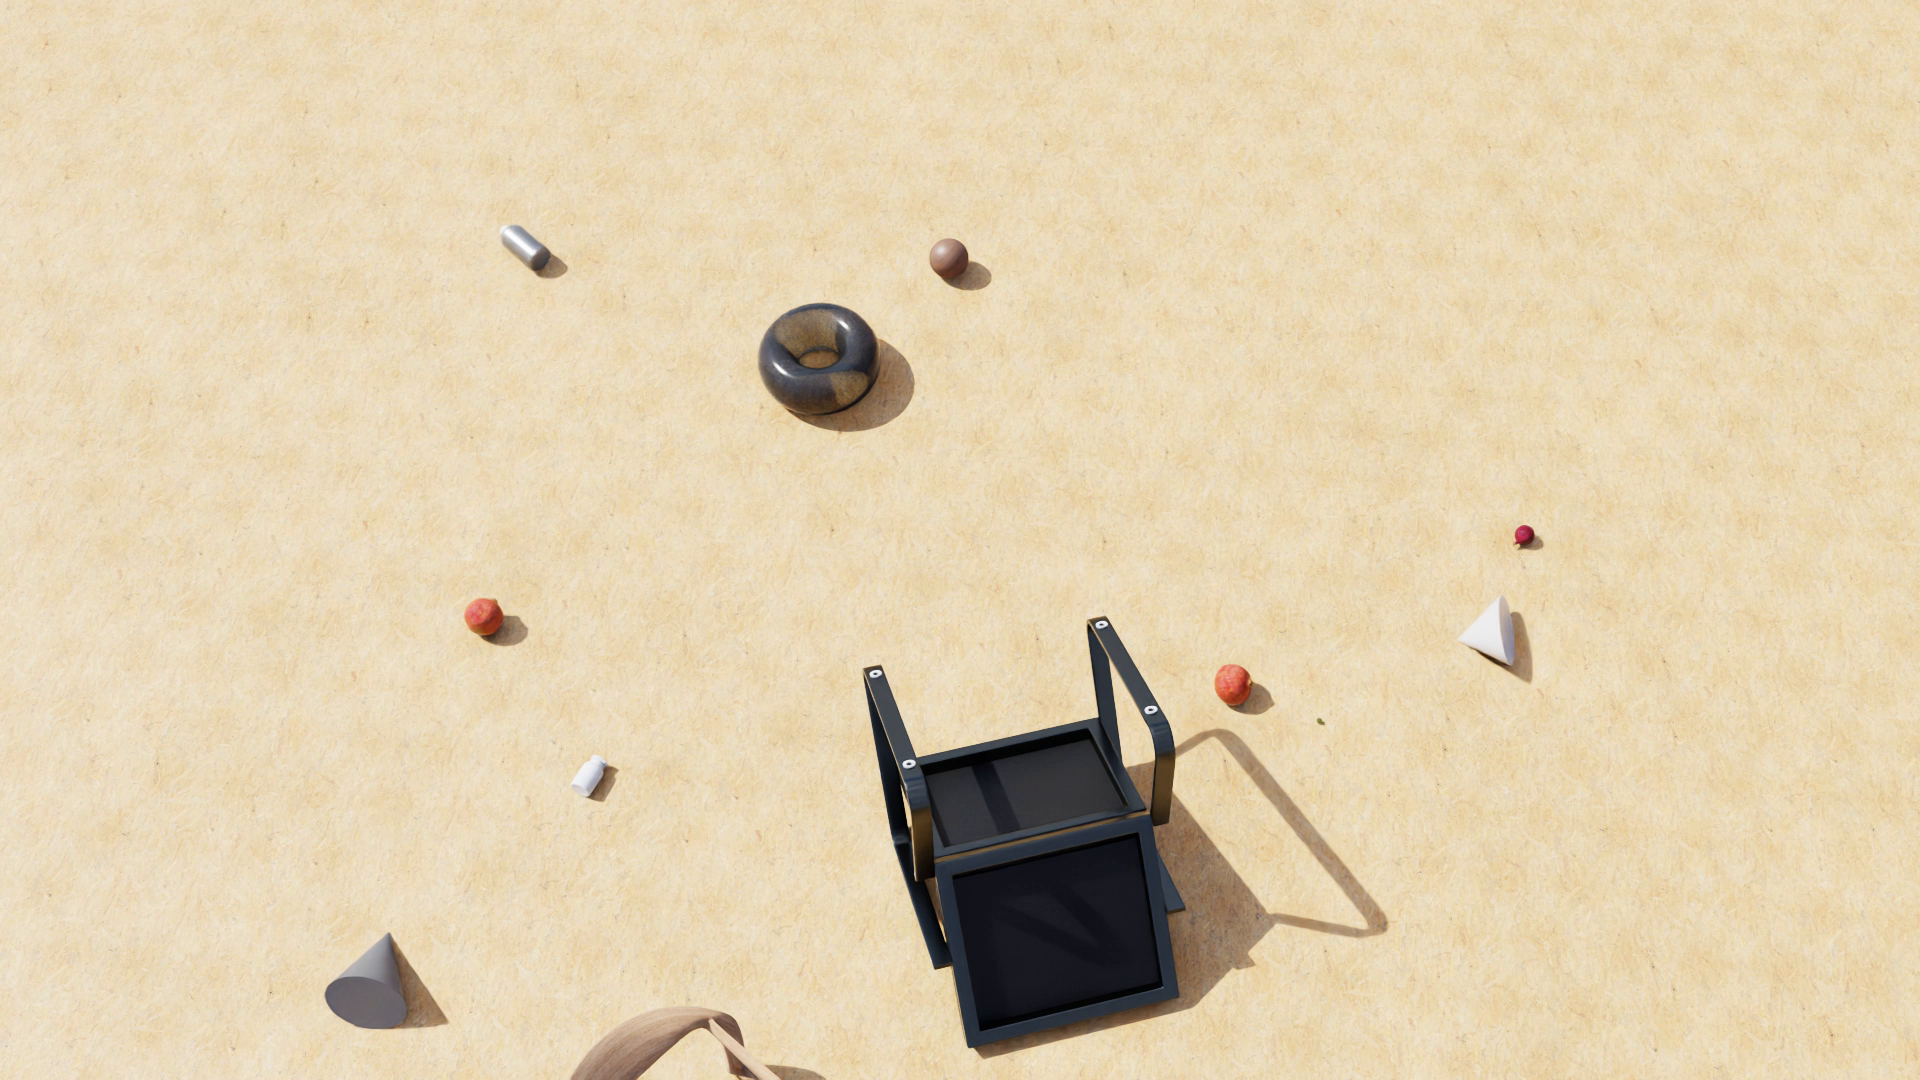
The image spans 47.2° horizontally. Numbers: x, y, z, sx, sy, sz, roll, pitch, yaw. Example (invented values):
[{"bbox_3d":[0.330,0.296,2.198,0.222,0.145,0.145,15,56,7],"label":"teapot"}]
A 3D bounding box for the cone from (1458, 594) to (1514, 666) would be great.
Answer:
[{"bbox_3d":[1.506,0.274,6.348,0.147,0.151,0.245,-14,41,25],"label":"cone"}]

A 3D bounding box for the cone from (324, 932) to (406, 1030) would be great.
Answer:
[{"bbox_3d":[-1.528,1.119,5.768,0.214,0.188,0.256,28,31,-17],"label":"cone"}]

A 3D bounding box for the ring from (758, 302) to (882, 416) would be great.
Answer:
[{"bbox_3d":[-0.438,-0.566,6.856,0.387,0.165,0.402,-1,55,1],"label":"ring"}]
